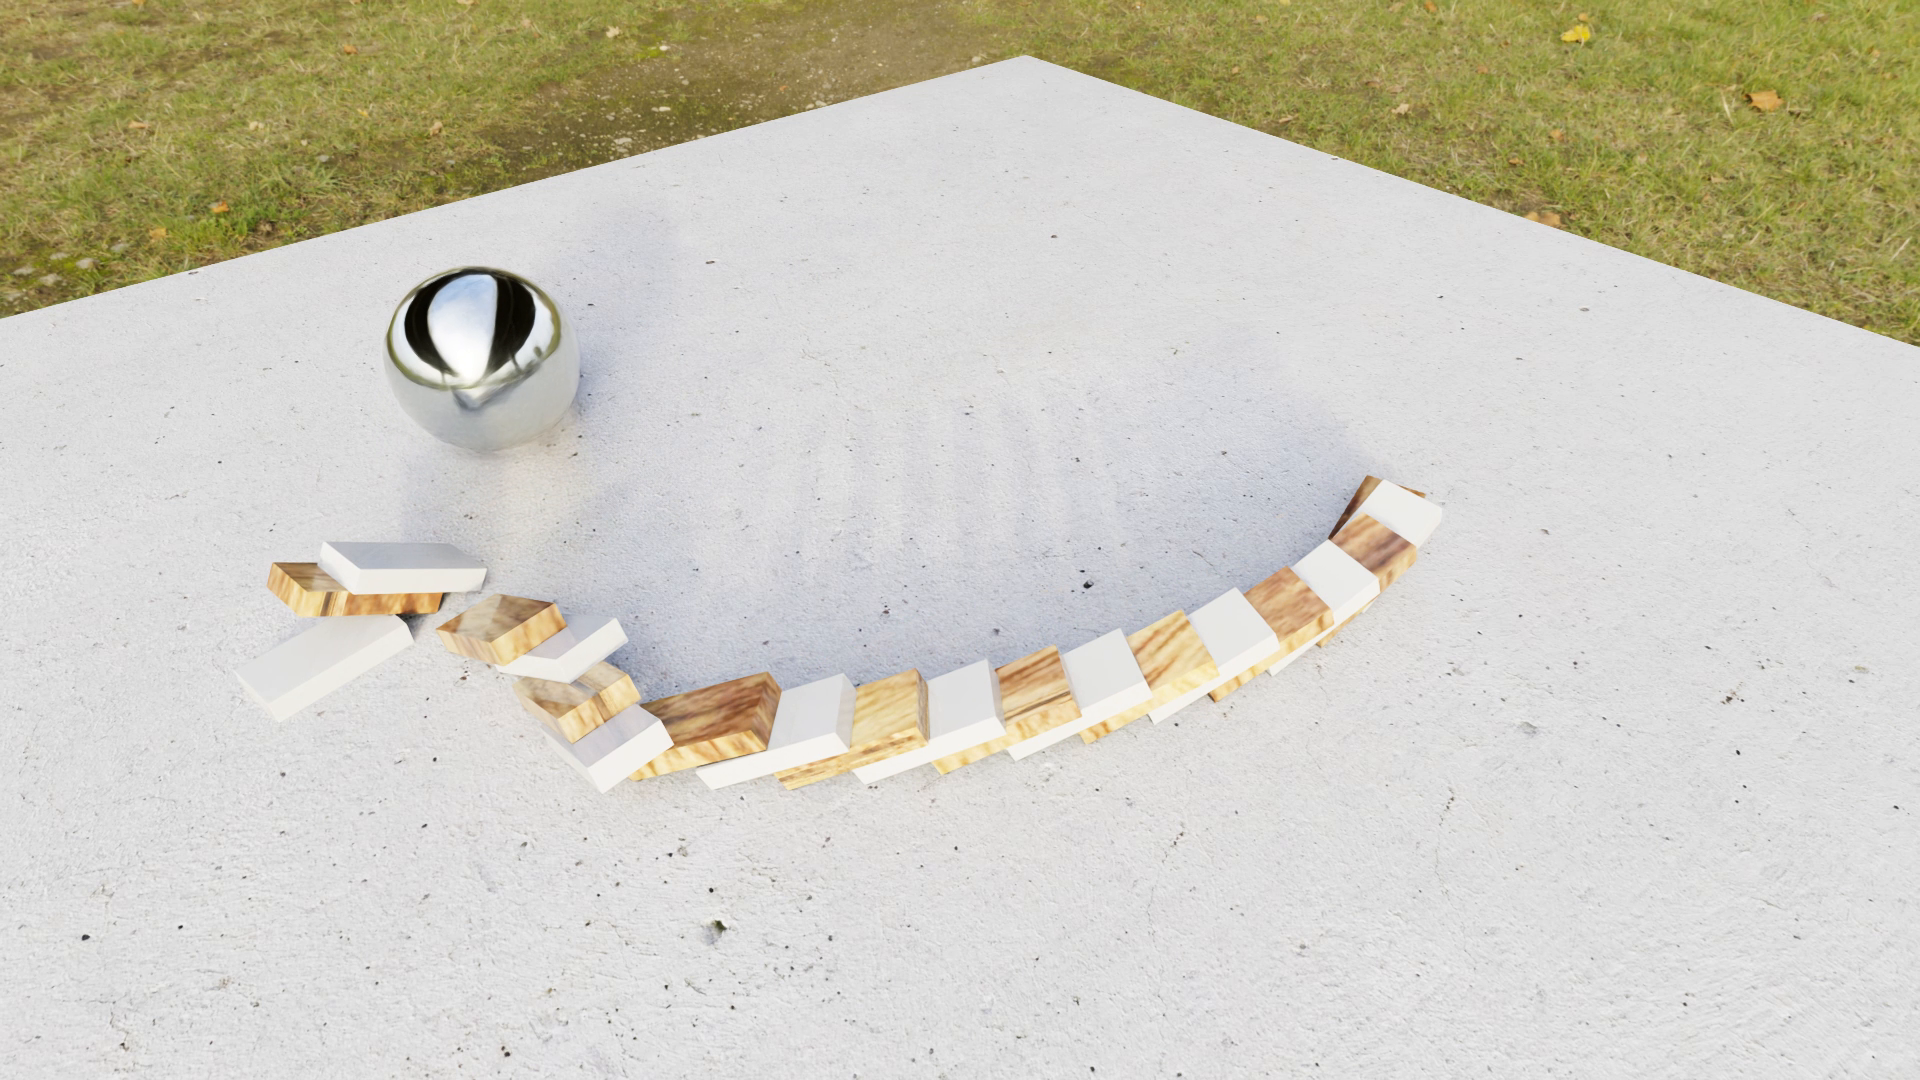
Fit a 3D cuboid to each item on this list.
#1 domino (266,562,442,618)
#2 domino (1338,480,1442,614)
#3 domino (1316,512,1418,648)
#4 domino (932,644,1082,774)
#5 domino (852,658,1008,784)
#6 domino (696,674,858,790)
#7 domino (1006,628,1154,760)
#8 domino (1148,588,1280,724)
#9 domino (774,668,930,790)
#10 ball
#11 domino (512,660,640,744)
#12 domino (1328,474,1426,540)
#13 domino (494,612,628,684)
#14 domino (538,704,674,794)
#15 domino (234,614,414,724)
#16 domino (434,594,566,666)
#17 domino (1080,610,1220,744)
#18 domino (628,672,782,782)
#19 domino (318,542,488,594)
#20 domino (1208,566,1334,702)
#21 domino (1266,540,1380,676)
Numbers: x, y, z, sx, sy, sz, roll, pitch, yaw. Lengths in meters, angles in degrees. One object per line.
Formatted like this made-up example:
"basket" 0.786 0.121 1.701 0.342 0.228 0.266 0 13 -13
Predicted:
"domino" -0.220 0.018 0.401 0.025 0.010 0.050 27 13 30
"domino" 0.160 0.002 0.425 0.050 0.010 0.025 -46 55 -12
"domino" 0.143 0.014 0.410 0.050 0.010 0.025 -40 50 -8
"domino" 0.013 0.055 0.361 0.050 0.010 0.025 -24 39 8
"domino" -0.011 0.059 0.356 0.050 0.009 0.025 -22 38 11
"domino" -0.058 0.061 0.353 0.050 0.010 0.025 -18 36 16
"domino" 0.036 0.051 0.366 0.050 0.010 0.025 -26 41 6
"domino" 0.081 0.040 0.380 0.050 0.010 0.025 -31 44 0
"domino" -0.035 0.061 0.354 0.050 0.009 0.025 -20 37 14
"ball" -0.209 -0.079 0.485 0.080 0.080 0.080 0 39 0
"domino" -0.128 0.050 0.365 0.025 0.010 0.050 -34 25 -29
"domino" 0.171 -0.007 0.452 0.025 0.010 0.050 22 44 25
"domino" -0.141 0.037 0.382 0.050 0.010 0.025 0 30 42
"domino" -0.113 0.062 0.350 0.025 0.009 0.050 -34 25 -28
"domino" -0.226 0.041 0.393 0.025 0.010 0.050 27 46 29
"domino" -0.163 0.031 0.390 0.050 0.010 0.025 3 32 45
"domino" 0.059 0.046 0.372 0.050 0.009 0.025 -28 42 4
"domino" -0.084 0.060 0.355 0.050 0.009 0.025 -16 36 18
"domino" -0.207 0.010 0.410 0.025 0.010 0.050 27 13 29
"domino" 0.103 0.033 0.388 0.050 0.010 0.025 -33 45 -1
"domino" 0.124 0.024 0.399 0.050 0.009 0.025 -37 47 -5
